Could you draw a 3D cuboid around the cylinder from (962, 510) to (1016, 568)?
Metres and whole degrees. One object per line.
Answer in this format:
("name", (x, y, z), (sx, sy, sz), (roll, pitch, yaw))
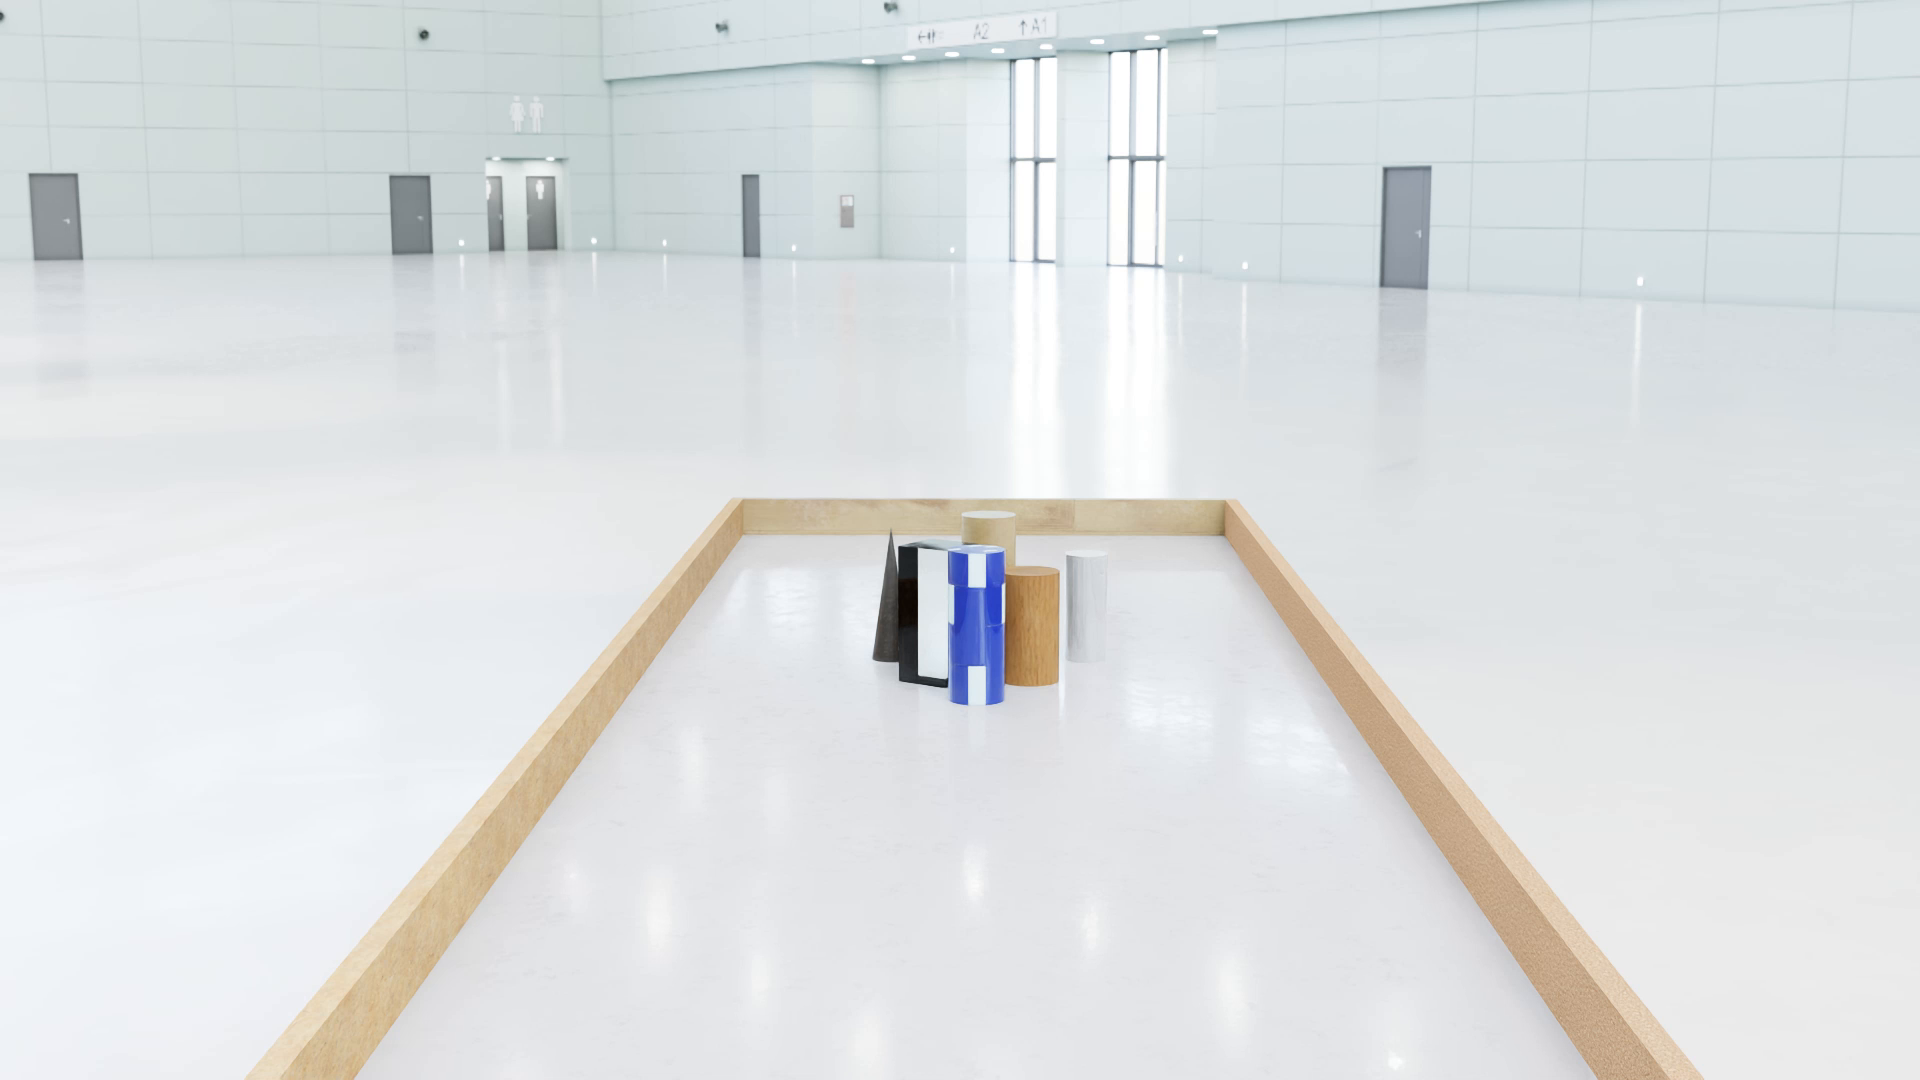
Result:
("cylinder", (0.087, 0.143, 6.684), (0.166, 0.446, 0.166), (0, 9, 0))

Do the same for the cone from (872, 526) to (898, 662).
("cone", (-0.209, 0.160, 6.693), (0.121, 0.409, 0.121), (0, 9, 0))

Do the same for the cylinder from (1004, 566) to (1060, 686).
("cylinder", (0.202, 0.249, 6.401), (0.175, 0.324, 0.175), (0, 9, 0))

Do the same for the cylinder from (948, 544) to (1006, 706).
("cylinder", (0.046, 0.237, 6.152), (0.160, 0.427, 0.160), (0, 9, 0))

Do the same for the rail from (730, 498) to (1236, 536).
("rail", (0.099, -0.098, 9.147), (2.100, 0.150, 0.050), (0, 9, 1))

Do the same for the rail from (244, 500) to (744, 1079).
("rail", (-1.004, 0.839, 3.234), (0.050, 0.150, 12.000), (0, 9, 1))

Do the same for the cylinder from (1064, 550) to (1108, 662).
("cylinder", (0.384, 0.201, 6.700), (0.130, 0.326, 0.130), (0, 9, 0))

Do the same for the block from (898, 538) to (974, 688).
("block", (-0.063, 0.211, 6.401), (0.167, 0.400, 0.167), (6, 11, 34))

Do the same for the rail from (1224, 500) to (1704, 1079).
("rail", (1.046, 0.843, 3.208), (0.050, 0.150, 12.000), (0, 9, 1))
